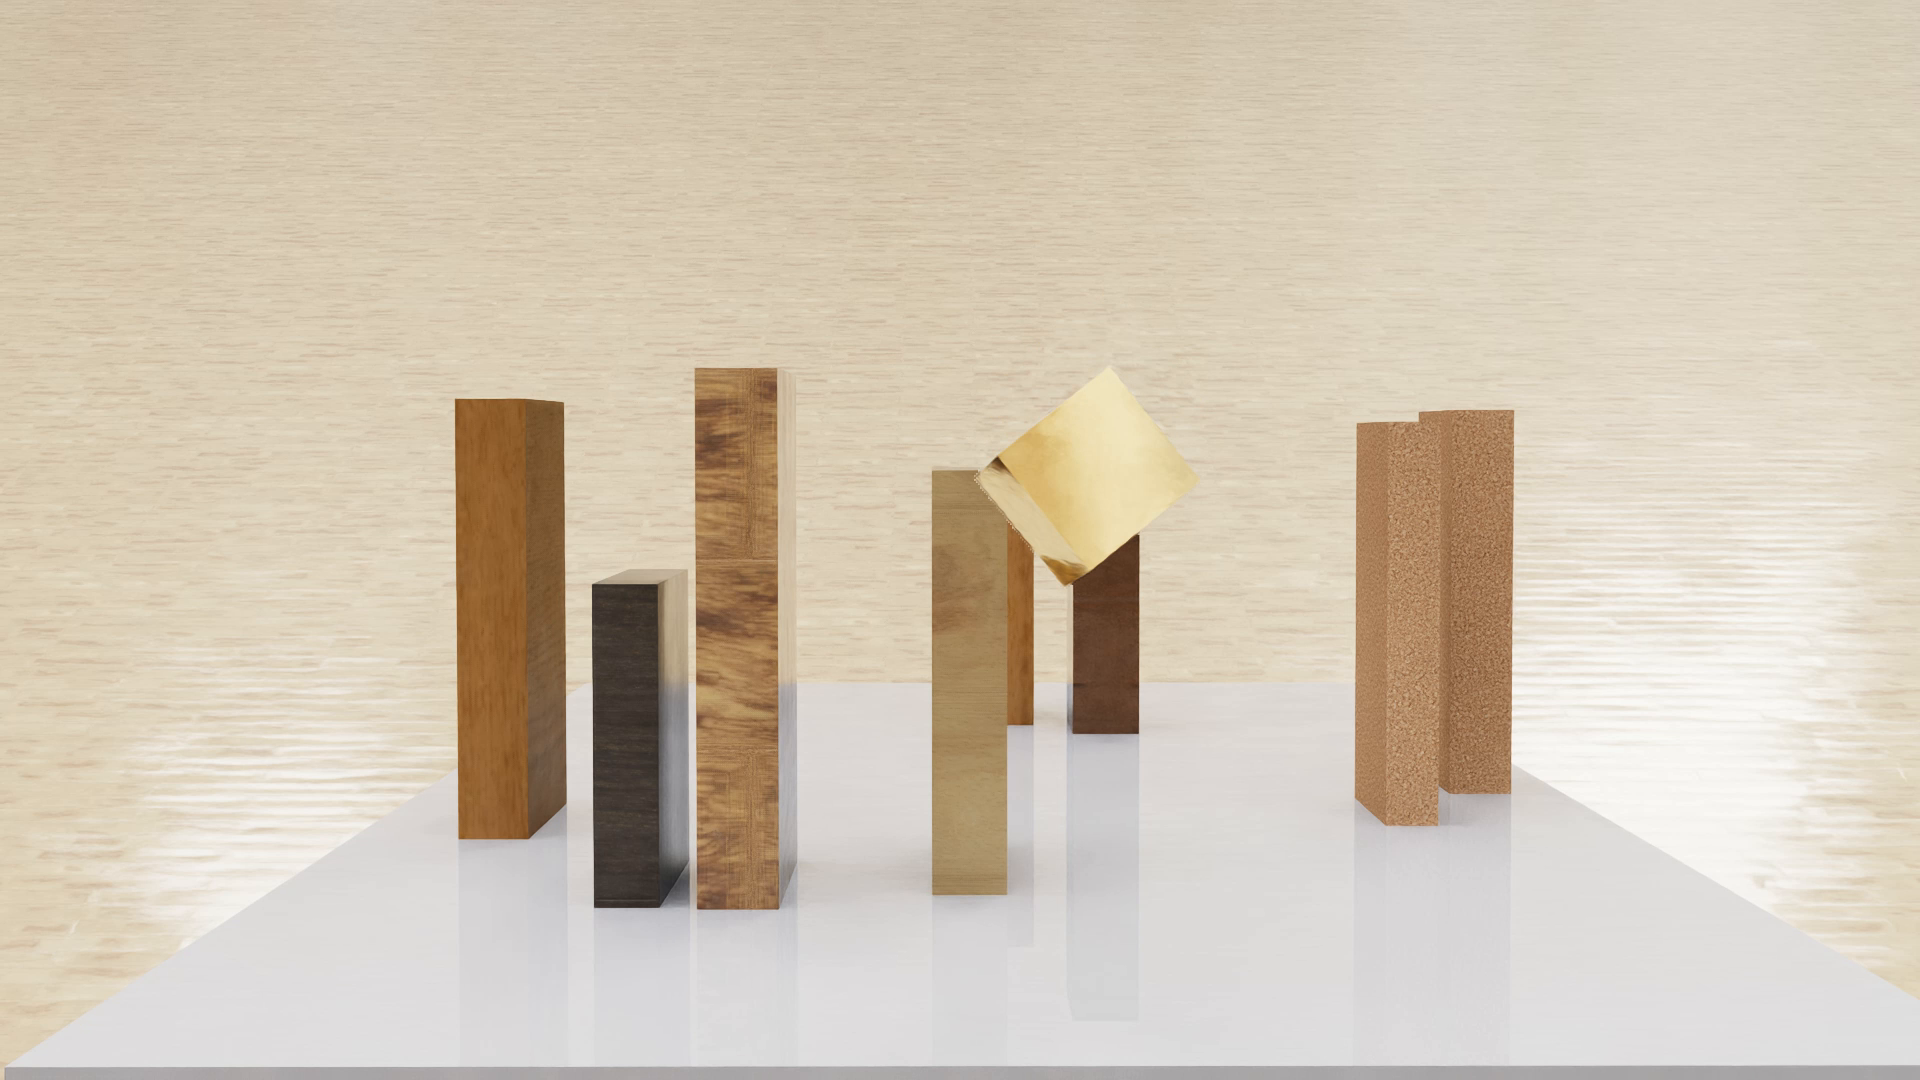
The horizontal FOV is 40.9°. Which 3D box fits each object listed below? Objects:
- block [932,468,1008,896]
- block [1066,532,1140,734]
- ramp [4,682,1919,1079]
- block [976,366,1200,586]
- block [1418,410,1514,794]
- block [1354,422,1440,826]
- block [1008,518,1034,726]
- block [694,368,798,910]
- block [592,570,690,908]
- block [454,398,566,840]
[{"bbox_3d":[0.013,0.186,3.695,0.102,0.576,0.424,0,2,0],"label":"block"},{"bbox_3d":[0.306,0.098,5.540,0.139,0.607,0.303,0,2,0],"label":"block"},{"bbox_3d":[0.054,0.491,4.542,2.000,0.100,4.000,0,2,0],"label":"ramp"},{"bbox_3d":[0.147,-0.071,2.991,0.167,0.167,0.167,-39,-1,-11],"label":"block"},{"bbox_3d":[0.907,0.102,4.638,0.107,0.669,0.327,0,2,0],"label":"block"},{"bbox_3d":[0.722,0.128,4.265,0.083,0.646,0.326,0,2,0],"label":"block"},{"bbox_3d":[0.112,0.152,5.742,0.095,0.483,0.365,0,2,0],"label":"block"},{"bbox_3d":[-0.292,0.123,3.569,0.108,0.711,0.392,0,2,0],"label":"block"},{"bbox_3d":[-0.441,0.264,3.583,0.087,0.429,0.386,0,2,0],"label":"block"},{"bbox_3d":[-0.722,0.115,4.167,0.108,0.681,0.394,0,2,0],"label":"block"}]
